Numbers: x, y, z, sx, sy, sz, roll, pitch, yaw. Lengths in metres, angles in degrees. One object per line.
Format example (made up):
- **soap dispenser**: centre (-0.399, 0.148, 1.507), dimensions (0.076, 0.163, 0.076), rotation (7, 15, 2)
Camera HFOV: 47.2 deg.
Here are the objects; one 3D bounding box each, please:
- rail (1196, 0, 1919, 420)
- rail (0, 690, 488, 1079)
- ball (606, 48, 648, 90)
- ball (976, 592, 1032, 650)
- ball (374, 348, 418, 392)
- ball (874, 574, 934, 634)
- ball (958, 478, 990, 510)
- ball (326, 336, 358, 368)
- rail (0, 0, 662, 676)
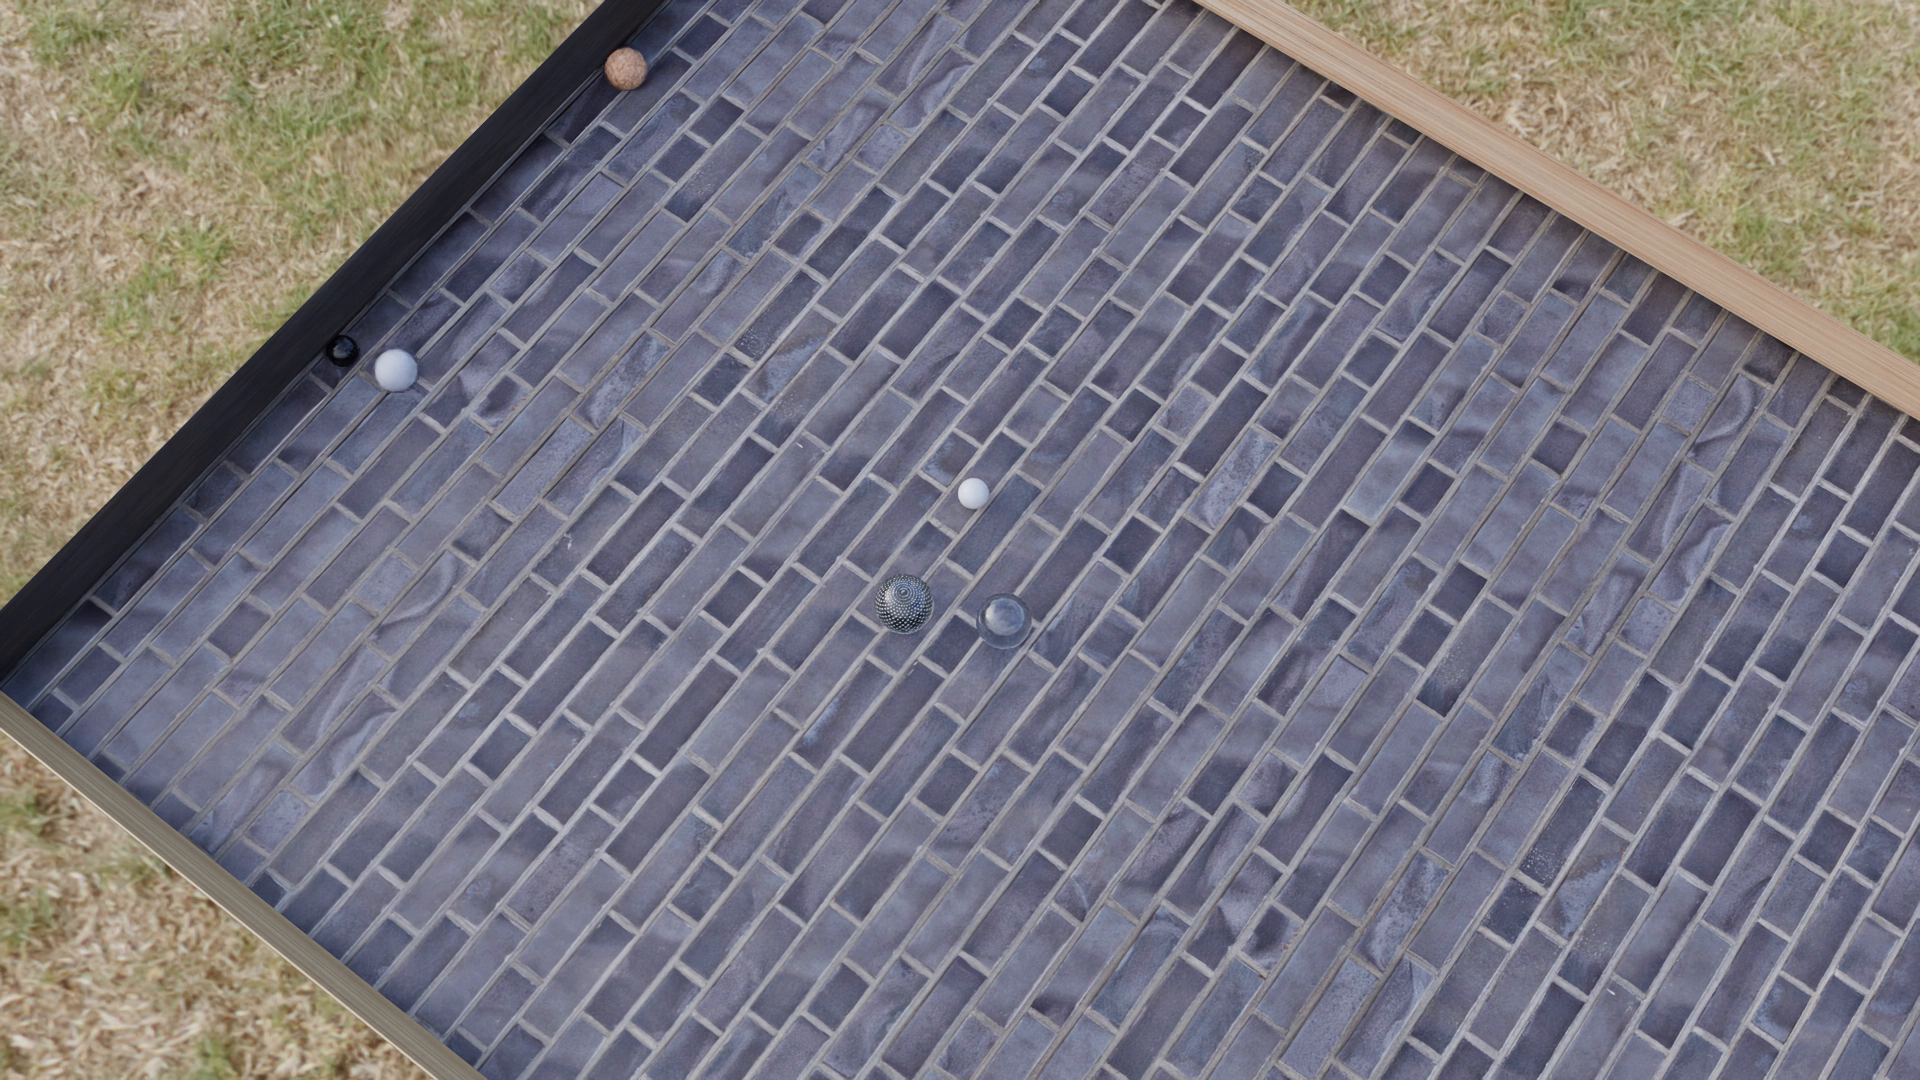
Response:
- **rail**: centre (1.552, -0.238, 3.624), dimensions (4.407, 0.124, 0.045), rotation (34, 70, 14)
- **rail**: centre (0.222, 1.408, 2.882), dimensions (4.407, 0.124, 0.045), rotation (34, 70, 14)
- **ball**: centre (-0.595, -0.841, 3.924), dimensions (0.074, 0.074, 0.074), rotation (0, 66, 0)
- **ball**: centre (0.069, 0.128, 3.479), dimensions (0.090, 0.090, 0.090), rotation (0, 66, 0)
- **ball**: centre (-0.942, -0.284, 3.675), dimensions (0.071, 0.071, 0.071), rotation (0, 66, 0)
- **ball**: centre (-0.088, 0.102, 3.488), dimensions (0.095, 0.095, 0.095), rotation (0, 66, 0)
- **ball**: centre (0.022, -0.076, 3.592), dimensions (0.051, 0.051, 0.051), rotation (0, 66, 0)
- **ball**: centre (-1.039, -0.318, 3.699), dimensions (0.054, 0.054, 0.054), rotation (0, 66, 0)
- **rail**: centre (-0.868, -0.594, 3.784), dimensions (0.045, 0.124, 2.289), rotation (34, 70, 14)
